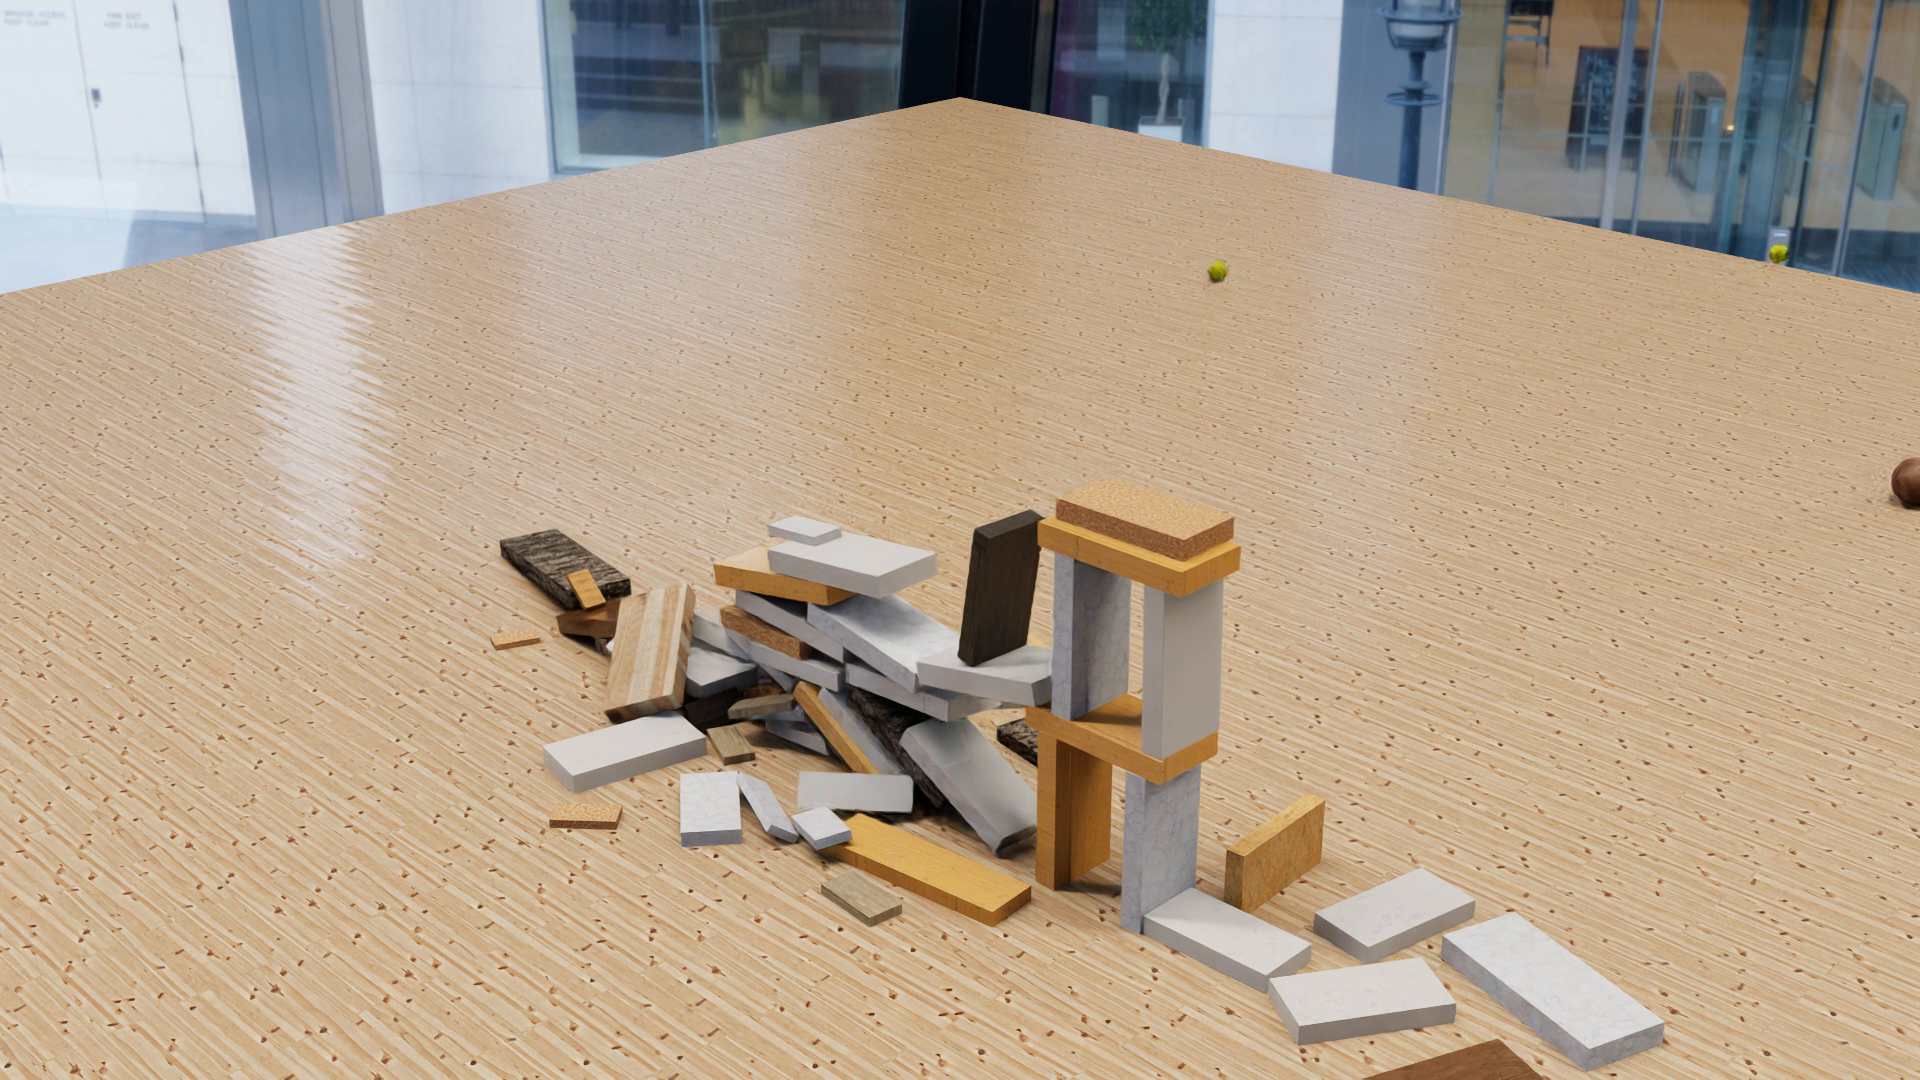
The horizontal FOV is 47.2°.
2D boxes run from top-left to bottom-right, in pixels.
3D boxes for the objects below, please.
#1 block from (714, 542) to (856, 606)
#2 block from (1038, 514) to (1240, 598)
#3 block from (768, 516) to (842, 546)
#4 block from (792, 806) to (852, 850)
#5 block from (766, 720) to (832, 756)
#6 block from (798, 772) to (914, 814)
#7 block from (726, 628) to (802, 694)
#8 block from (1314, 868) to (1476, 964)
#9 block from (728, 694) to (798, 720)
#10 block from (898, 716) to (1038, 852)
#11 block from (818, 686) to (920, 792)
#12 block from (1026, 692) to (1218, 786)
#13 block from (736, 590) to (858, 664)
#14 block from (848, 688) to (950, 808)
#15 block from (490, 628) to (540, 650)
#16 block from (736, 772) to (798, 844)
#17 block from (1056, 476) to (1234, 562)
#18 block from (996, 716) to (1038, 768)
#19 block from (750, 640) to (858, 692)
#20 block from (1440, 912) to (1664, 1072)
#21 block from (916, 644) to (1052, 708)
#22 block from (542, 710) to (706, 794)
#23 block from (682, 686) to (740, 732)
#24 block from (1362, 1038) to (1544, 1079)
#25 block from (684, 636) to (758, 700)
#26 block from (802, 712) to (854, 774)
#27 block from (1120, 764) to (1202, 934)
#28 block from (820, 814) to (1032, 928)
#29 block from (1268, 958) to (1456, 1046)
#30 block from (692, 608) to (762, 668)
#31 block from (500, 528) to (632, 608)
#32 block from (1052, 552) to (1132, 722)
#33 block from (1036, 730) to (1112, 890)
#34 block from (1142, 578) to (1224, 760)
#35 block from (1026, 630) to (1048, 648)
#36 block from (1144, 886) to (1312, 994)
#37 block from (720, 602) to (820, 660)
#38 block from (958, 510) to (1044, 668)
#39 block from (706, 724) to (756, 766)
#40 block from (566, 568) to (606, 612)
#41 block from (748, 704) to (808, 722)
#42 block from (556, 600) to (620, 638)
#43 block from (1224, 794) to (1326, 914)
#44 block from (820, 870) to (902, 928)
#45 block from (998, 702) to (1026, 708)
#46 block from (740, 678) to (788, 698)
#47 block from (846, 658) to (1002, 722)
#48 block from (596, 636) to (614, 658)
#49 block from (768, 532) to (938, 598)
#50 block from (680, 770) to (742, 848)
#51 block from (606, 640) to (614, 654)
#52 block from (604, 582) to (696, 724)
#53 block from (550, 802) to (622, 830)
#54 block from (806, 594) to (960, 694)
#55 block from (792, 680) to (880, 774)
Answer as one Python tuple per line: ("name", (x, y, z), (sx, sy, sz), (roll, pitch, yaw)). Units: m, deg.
("block", (-0.342, 0.069, 4.657), (0.343, 0.049, 0.171), (8, 22, 42))
("block", (0.314, 0.010, 3.886), (0.328, 0.046, 0.164), (21, 30, 40))
("block", (-0.327, -0.019, 4.636), (0.076, 0.022, 0.152), (-21, 24, -39))
("block", (-0.272, 0.565, 4.321), (0.074, 0.021, 0.149), (-15, 17, -20))
("block", (-0.313, 0.406, 4.735), (0.105, 0.030, 0.211), (-20, 23, -38))
("block", (-0.210, 0.508, 4.423), (0.230, 0.074, 0.021), (3, -18, -4))
("block", (-0.382, 0.236, 4.834), (0.143, 0.041, 0.286), (-14, 34, -32))
("block", (0.806, 0.695, 4.073), (0.276, 0.039, 0.138), (-15, 27, -32))
("block", (-0.419, 0.355, 4.711), (0.143, 0.020, 0.072), (-9, 11, 13))
("block", (0.032, 0.477, 4.396), (0.153, 0.043, 0.305), (-17, 55, -44))
("block", (-0.150, 0.395, 4.569), (0.145, 0.041, 0.291), (-19, 56, -38))
("block", (0.296, 0.347, 4.050), (0.326, 0.046, 0.163), (21, 31, 41))
("block", (-0.300, 0.151, 4.671), (0.171, 0.049, 0.343), (-21, 35, -41))
("block", (-0.078, 0.409, 4.497), (0.153, 0.043, 0.305), (-12, 50, -47))
("block", (-1.049, 0.235, 5.187), (0.106, 0.015, 0.053), (-10, 25, -21))
("block", (-0.389, 0.537, 4.426), (0.067, 0.019, 0.229), (28, 9, -29))
("block", (0.325, -0.039, 3.890), (0.287, 0.041, 0.144), (20, 30, 39))
("block", (0.195, 0.441, 4.679), (0.118, 0.034, 0.237), (-15, 27, -32))
("block", (-0.299, 0.247, 4.676), (0.145, 0.041, 0.291), (-20, 25, -39))
("block", (1.031, 0.785, 3.850), (0.166, 0.047, 0.382), (-11, 26, -25))
("block", (0.087, 0.251, 4.227), (0.165, 0.047, 0.330), (-20, 18, -38))
("block", (-0.709, 0.445, 4.655), (0.307, 0.043, 0.153), (-14, 27, -30))
("block", (-0.536, 0.373, 4.794), (0.137, 0.068, 0.019), (-19, -2, -38))
("block", (0.783, 0.911, 3.555), (0.330, 0.047, 0.165), (-10, 25, -22))
("block", (-0.597, 0.276, 4.947), (0.147, 0.042, 0.293), (-17, 28, -35))
("block", (-0.227, 0.413, 4.633), (0.105, 0.030, 0.211), (-19, 56, -39))
("block", (0.371, 0.548, 4.053), (0.046, 0.326, 0.163), (21, 30, 40))
("block", (-0.071, 0.631, 4.230), (0.431, 0.034, 0.118), (18, 29, 35))
("block", (0.698, 0.800, 3.822), (0.287, 0.041, 0.144), (-5, 24, -12))
("block", (-0.471, 0.235, 4.989), (0.333, 0.047, 0.167), (22, 6, 29))
("block", (-0.988, 0.067, 5.480), (0.153, 0.043, 0.509), (-13, 20, -28))
("block", (0.242, 0.152, 4.030), (0.046, 0.328, 0.164), (21, 31, 40))
("block", (0.219, 0.489, 4.192), (0.046, 0.326, 0.163), (21, 31, 40))
("block", (0.394, 0.209, 3.894), (0.046, 0.328, 0.164), (20, 30, 41))
("block", (0.053, 0.281, 4.989), (0.307, 0.043, 0.153), (-10, 24, -23))
("block", (0.485, 0.725, 4.001), (0.276, 0.039, 0.138), (21, 30, 40))
("block", (-0.376, 0.182, 4.745), (0.143, 0.041, 0.286), (-19, 25, -37))
("block", (0.078, 0.092, 4.179), (0.144, 0.287, 0.041), (-19, 39, -38))
("block", (-0.491, 0.438, 4.705), (0.068, 0.019, 0.137), (-9, 24, -20))
("block", (-0.889, 0.119, 5.232), (0.053, 0.015, 0.106), (-17, 59, -30))
("block", (-0.365, 0.359, 4.771), (0.105, 0.030, 0.211), (-21, 13, -42))
("block", (-0.812, 0.184, 5.162), (0.147, 0.042, 0.293), (-19, 12, -36))
("block", (0.598, 0.599, 4.172), (0.039, 0.138, 0.276), (19, 29, 37))
("block", (-0.186, 0.675, 4.142), (0.076, 0.022, 0.152), (-18, 29, -36))
("block", (0.157, 0.348, 4.912), (0.366, 0.022, 0.076), (-1, 23, -3))
("block", (-0.415, 0.328, 4.859), (0.072, 0.020, 0.143), (-21, 12, -42))
("block", (-0.075, 0.292, 4.476), (0.153, 0.043, 0.305), (-13, 21, -42))
("block", (-0.700, 0.259, 5.097), (0.147, 0.042, 0.293), (-20, 30, -39))
("block", (-0.222, 0.045, 4.521), (0.336, 0.047, 0.165), (13, 25, 44))
("block", (-0.504, 0.542, 4.441), (0.118, 0.034, 0.237), (-3, 23, -6))
("block", (-0.726, 0.212, 4.989), (0.074, 0.021, 0.148), (26, 63, 40))
("block", (-0.686, 0.248, 4.876), (0.166, 0.047, 0.333), (-14, 43, 15))
("block", (-0.752, 0.556, 4.426), (0.134, 0.019, 0.067), (1, 23, 3))
("block", (-0.138, 0.195, 4.491), (0.171, 0.049, 0.343), (-19, 36, -38))
("block", (-0.207, 0.393, 4.609), (0.145, 0.041, 0.291), (-18, 55, -38))
